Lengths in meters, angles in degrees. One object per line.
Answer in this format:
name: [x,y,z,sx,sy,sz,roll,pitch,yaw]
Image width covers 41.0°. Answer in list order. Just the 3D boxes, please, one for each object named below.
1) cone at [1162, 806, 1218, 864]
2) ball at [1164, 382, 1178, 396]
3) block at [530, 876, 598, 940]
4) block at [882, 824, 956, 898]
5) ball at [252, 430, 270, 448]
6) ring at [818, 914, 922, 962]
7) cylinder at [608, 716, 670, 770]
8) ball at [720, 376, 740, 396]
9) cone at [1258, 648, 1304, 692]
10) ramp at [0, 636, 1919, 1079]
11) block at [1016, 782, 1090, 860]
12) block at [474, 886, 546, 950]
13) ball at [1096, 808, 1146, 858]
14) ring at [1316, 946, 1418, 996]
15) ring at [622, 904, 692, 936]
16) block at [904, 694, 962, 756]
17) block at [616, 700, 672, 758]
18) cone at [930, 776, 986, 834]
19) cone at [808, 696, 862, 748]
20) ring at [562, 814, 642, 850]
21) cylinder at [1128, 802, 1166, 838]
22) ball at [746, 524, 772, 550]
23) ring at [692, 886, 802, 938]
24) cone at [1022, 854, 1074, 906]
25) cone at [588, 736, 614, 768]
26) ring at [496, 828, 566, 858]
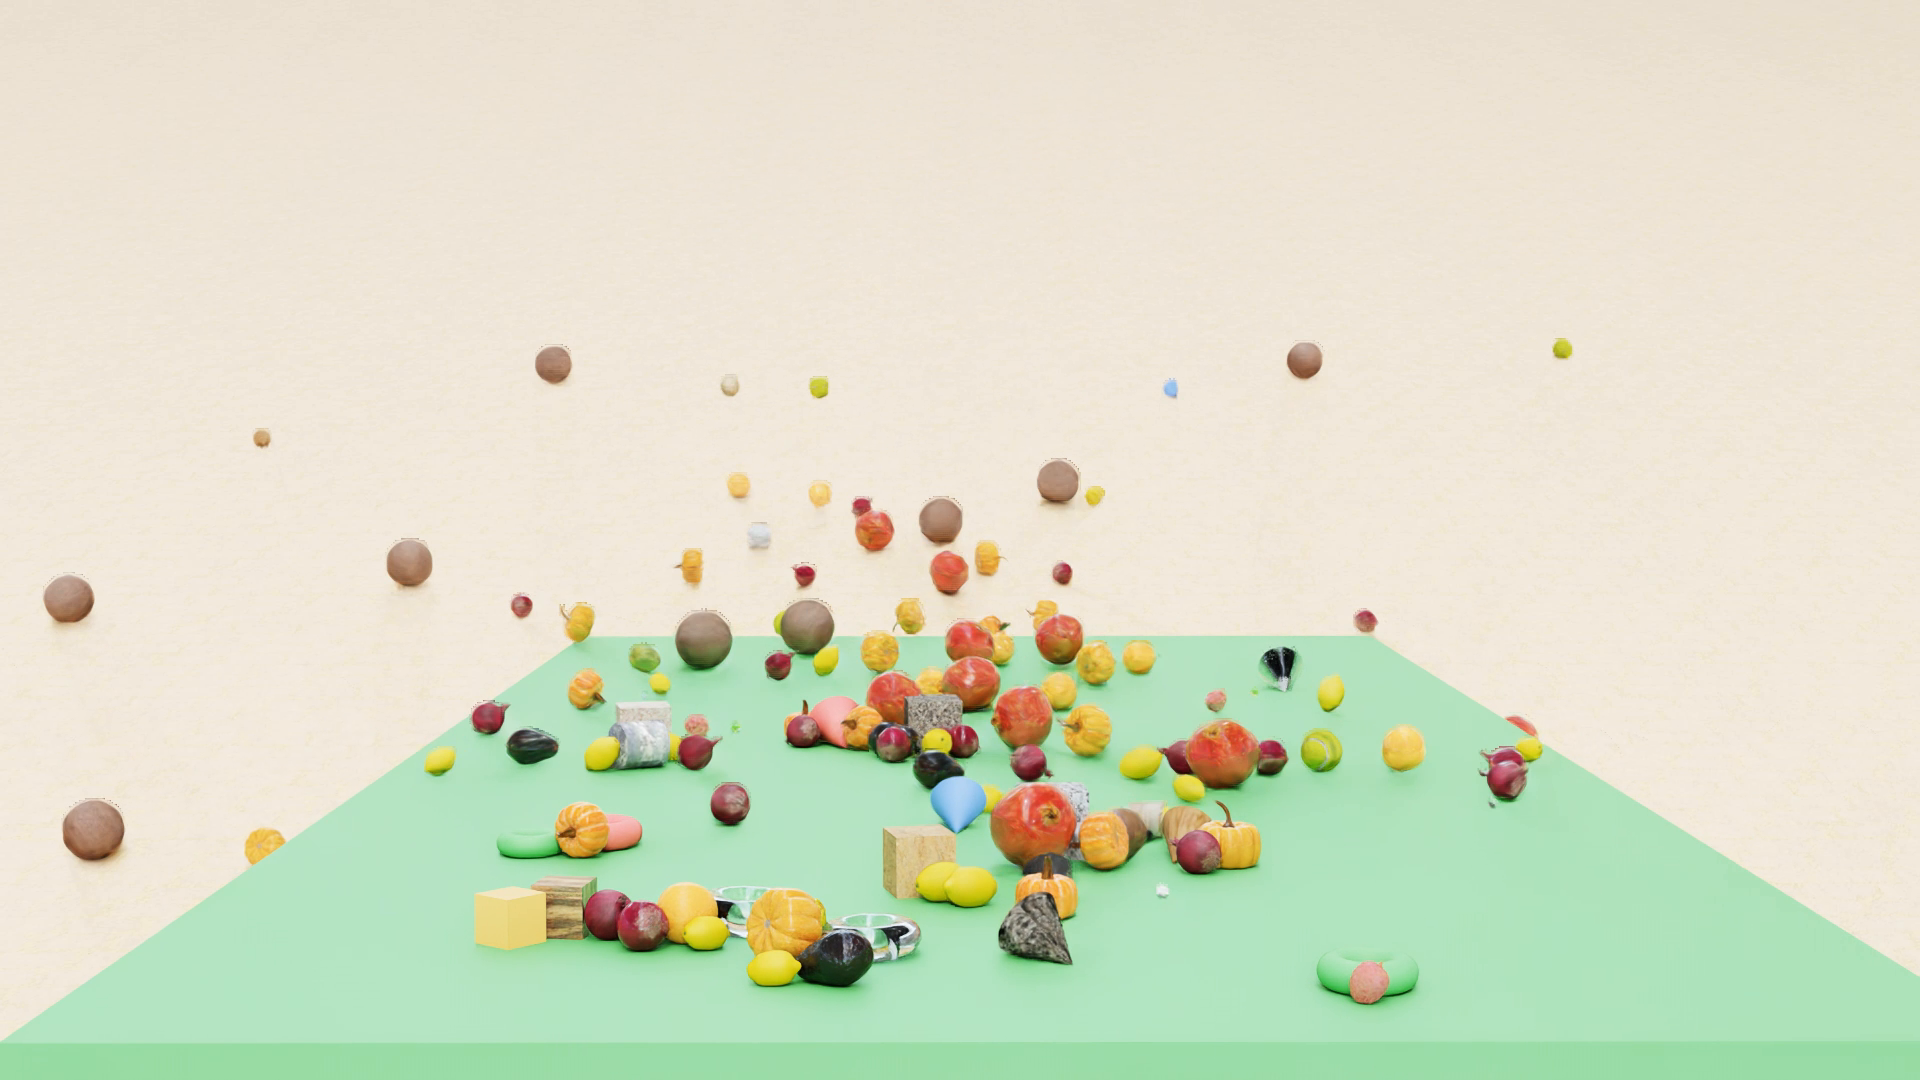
cone: [0.301,0.417,3.494,0.080,0.080,0.080,7,33,20]
ball: [0.728,-0.520,8.848,0.053,0.053,0.053,0,20,0]
block: [-0.467,0.434,3.031,0.062,0.062,0.062,0,4,8]
block: [-0.052,0.410,3.278,0.078,0.078,0.078,-1,4,-15]
ball: [-2.260,-0.327,8.310,0.056,0.056,0.056,0,20,0]
ring: [-0.103,0.452,2.919,0.119,0.040,0.119,-2,3,0]
cylinder: [-0.541,0.344,4.322,0.079,0.079,0.079,-13,23,-33]
ball: [-0.792,-0.529,8.852,0.068,0.068,0.068,0,20,0]
cone: [0.679,0.293,5.399,0.098,0.098,0.098,0,30,1]
ramp: [0.047,0.420,4.534,2.000,0.100,4.000,0,4,0]
block: [0.127,0.386,3.535,0.093,0.093,0.093,0,4,-3]
block: [-0.522,0.439,2.984,0.058,0.058,0.058,3,5,40]
ball: [0.220,0.400,3.502,0.070,0.070,0.070,0,20,0]
ring: [0.438,0.464,2.762,0.109,0.036,0.109,0,5,0]
ring: [-0.360,0.450,3.045,0.083,0.028,0.083,-1,4,0]
block: [-0.048,0.325,4.506,0.093,0.093,0.093,0,4,-6]
block: [-0.551,0.330,4.466,0.088,0.088,0.088,-1,4,-13]
cone: [-0.004,0.402,3.730,0.083,0.083,0.083,0,30,1]
cone: [-0.212,0.345,4.572,0.098,0.098,0.098,-5,31,-14]
ring: [-0.502,0.410,3.601,0.114,0.038,0.114,-1,5,0]
cylinder: [0.266,0.399,3.662,0.051,0.051,0.051,1,20,9]
ball: [-0.580,-0.010,7.403,0.075,0.075,0.075,0,20,0]
ring: [-0.254,0.442,3.057,0.131,0.044,0.131,1,4,0]
cone: [0.114,0.438,3.218,0.065,0.065,0.065,-2,30,-5]
cone: [-0.594,0.370,4.341,0.054,0.054,0.054,-9,33,-22]
ring: [-0.592,0.417,3.541,0.094,0.031,0.094,1,4,0]
